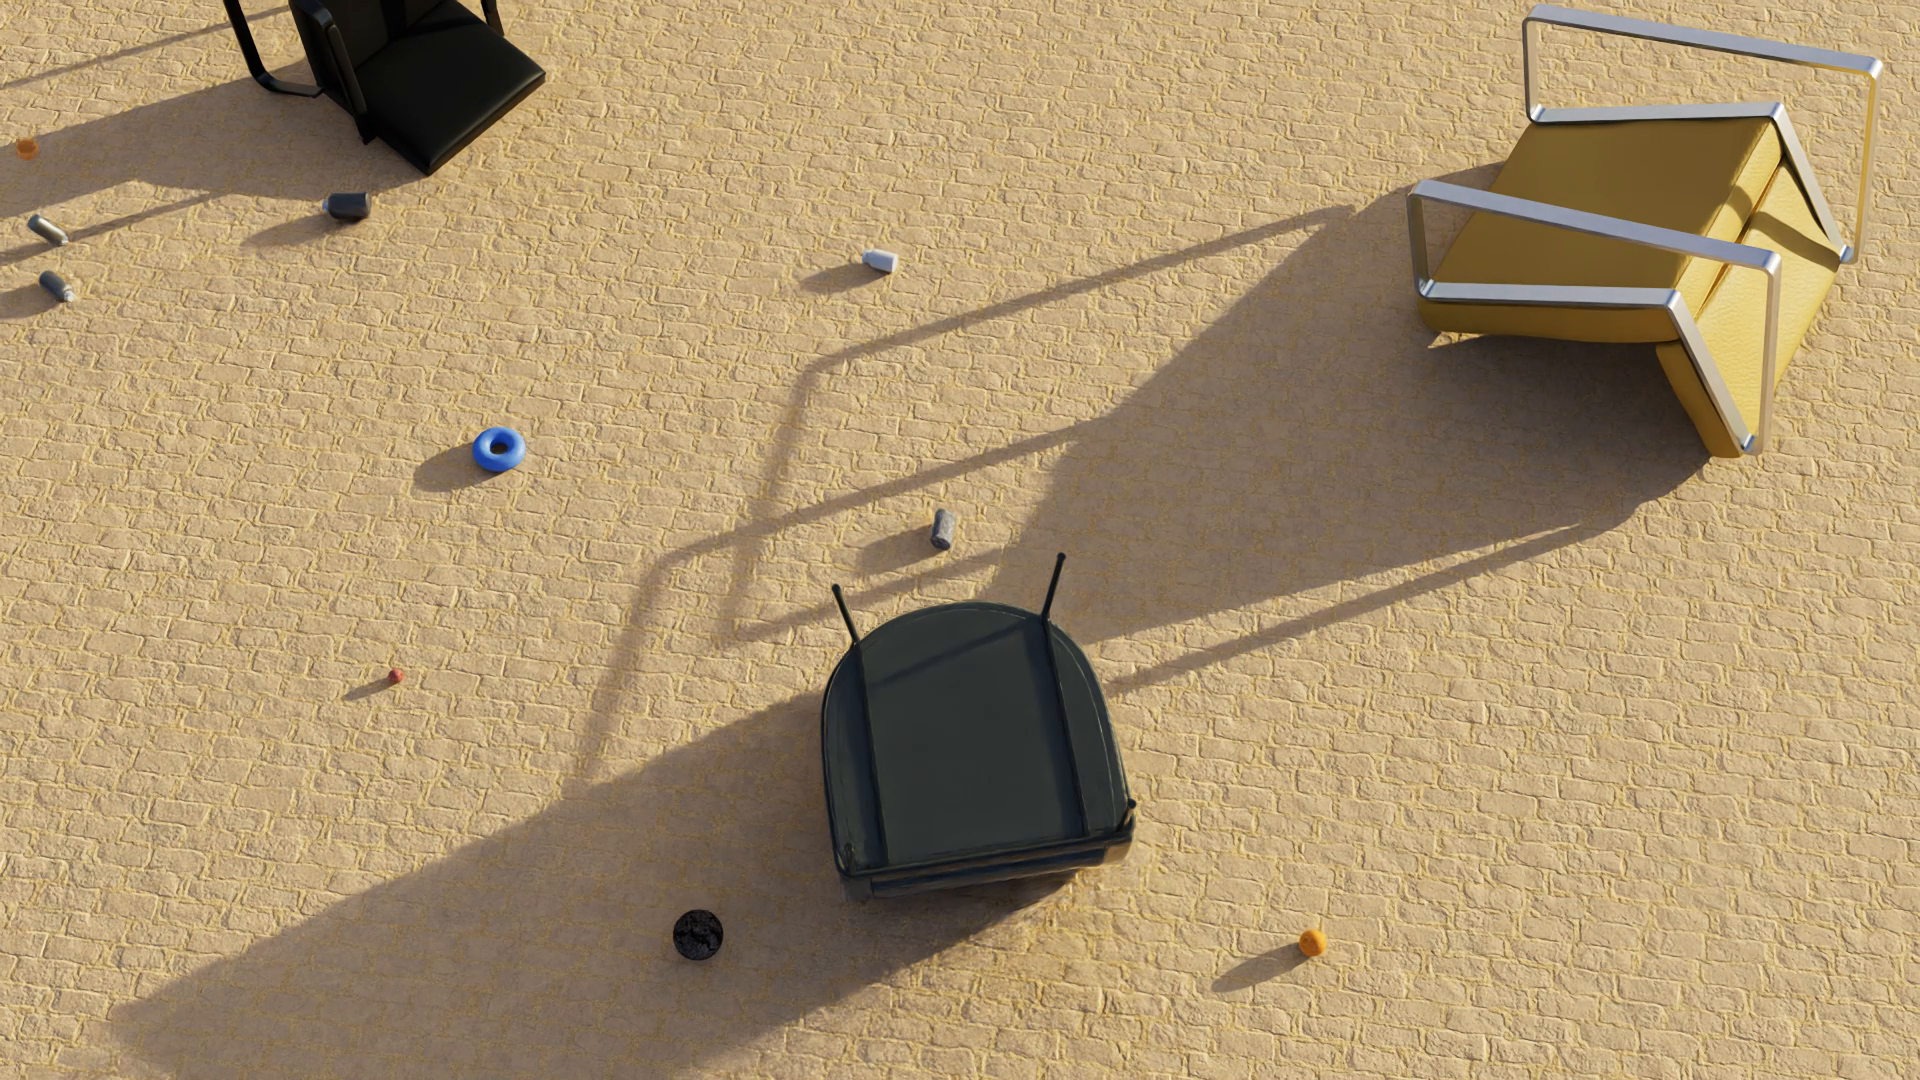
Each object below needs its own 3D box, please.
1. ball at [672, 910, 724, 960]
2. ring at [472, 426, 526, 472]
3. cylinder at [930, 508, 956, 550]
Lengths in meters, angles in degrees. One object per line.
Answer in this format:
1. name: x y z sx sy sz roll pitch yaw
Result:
1. ball: -0.690 1.041 5.795 0.133 0.133 0.133 0 56 0
2. ring: -1.411 -0.278 6.731 0.165 0.051 0.157 31 61 18
3. cylinder: -0.050 -0.032 6.556 0.053 0.071 0.103 -18 47 36
